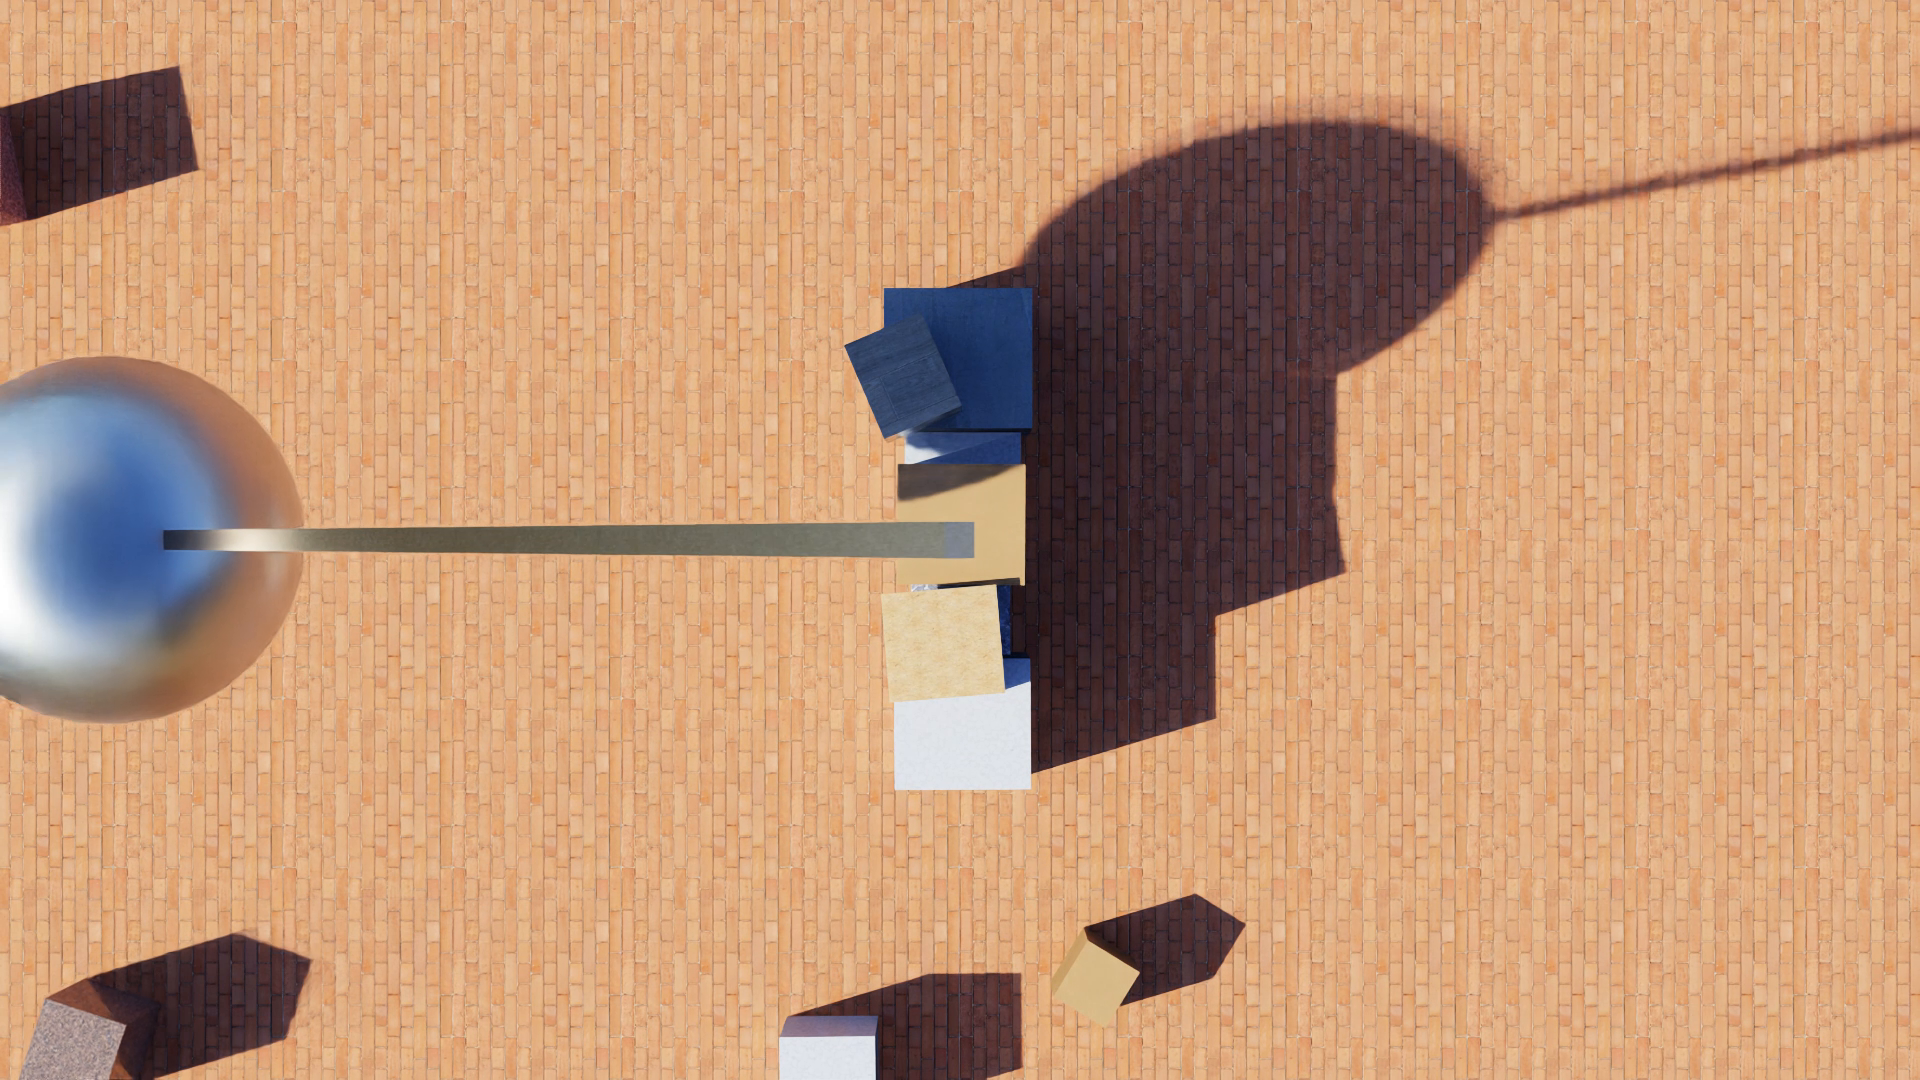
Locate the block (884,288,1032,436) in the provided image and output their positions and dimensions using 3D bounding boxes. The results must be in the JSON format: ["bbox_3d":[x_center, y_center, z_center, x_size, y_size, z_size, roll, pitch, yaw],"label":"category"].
[{"bbox_3d":[-0.010,-1.004,12.567,0.821,0.865,0.774,0,90,0],"label":"block"}]

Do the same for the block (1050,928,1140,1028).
[{"bbox_3d":[0.781,2.540,12.784,0.349,0.431,0.377,32,90,0],"label":"block"}]

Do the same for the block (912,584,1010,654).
[{"bbox_3d":[0.005,0.372,12.739,0.564,0.522,0.559,0,90,0],"label":"block"}]

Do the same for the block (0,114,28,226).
[{"bbox_3d":[-5.878,-2.132,12.671,0.632,0.658,0.627,-11,90,0],"label":"block"}]

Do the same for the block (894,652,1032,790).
[{"bbox_3d":[0.014,1.029,12.637,0.762,0.725,0.730,0,90,0],"label":"block"}]

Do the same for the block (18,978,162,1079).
[{"bbox_3d":[-5.019,2.904,12.713,0.482,0.574,0.502,18,90,0],"label":"block"}]

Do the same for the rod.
[{"bbox_3d":[-1.592,0.000,6.851,0.080,5.200,0.080,0,90,-38],"label":"rod"}]

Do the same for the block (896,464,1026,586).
[{"bbox_3d":[0.007,-0.083,12.088,0.686,0.607,0.647,0,90,0],"label":"block"}]

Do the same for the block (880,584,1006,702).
[{"bbox_3d":[-0.090,0.564,11.982,0.616,0.593,0.577,-5,87,0],"label":"block"}]

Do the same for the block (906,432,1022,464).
[{"bbox_3d":[0.017,-0.262,12.696,0.654,0.609,0.689,0,90,0],"label":"block"}]

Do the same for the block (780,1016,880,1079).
[{"bbox_3d":[-0.749,3.096,12.726,0.541,0.548,0.566,-1,90,0],"label":"block"}]

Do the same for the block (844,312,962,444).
[{"bbox_3d":[-0.301,-0.867,11.861,0.447,0.547,0.538,-23,90,0],"label":"block"}]

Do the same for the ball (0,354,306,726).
[{"bbox_3d":[-3.673,0.000,9.539,1.600,1.600,1.600,0,90,0],"label":"ball"}]
